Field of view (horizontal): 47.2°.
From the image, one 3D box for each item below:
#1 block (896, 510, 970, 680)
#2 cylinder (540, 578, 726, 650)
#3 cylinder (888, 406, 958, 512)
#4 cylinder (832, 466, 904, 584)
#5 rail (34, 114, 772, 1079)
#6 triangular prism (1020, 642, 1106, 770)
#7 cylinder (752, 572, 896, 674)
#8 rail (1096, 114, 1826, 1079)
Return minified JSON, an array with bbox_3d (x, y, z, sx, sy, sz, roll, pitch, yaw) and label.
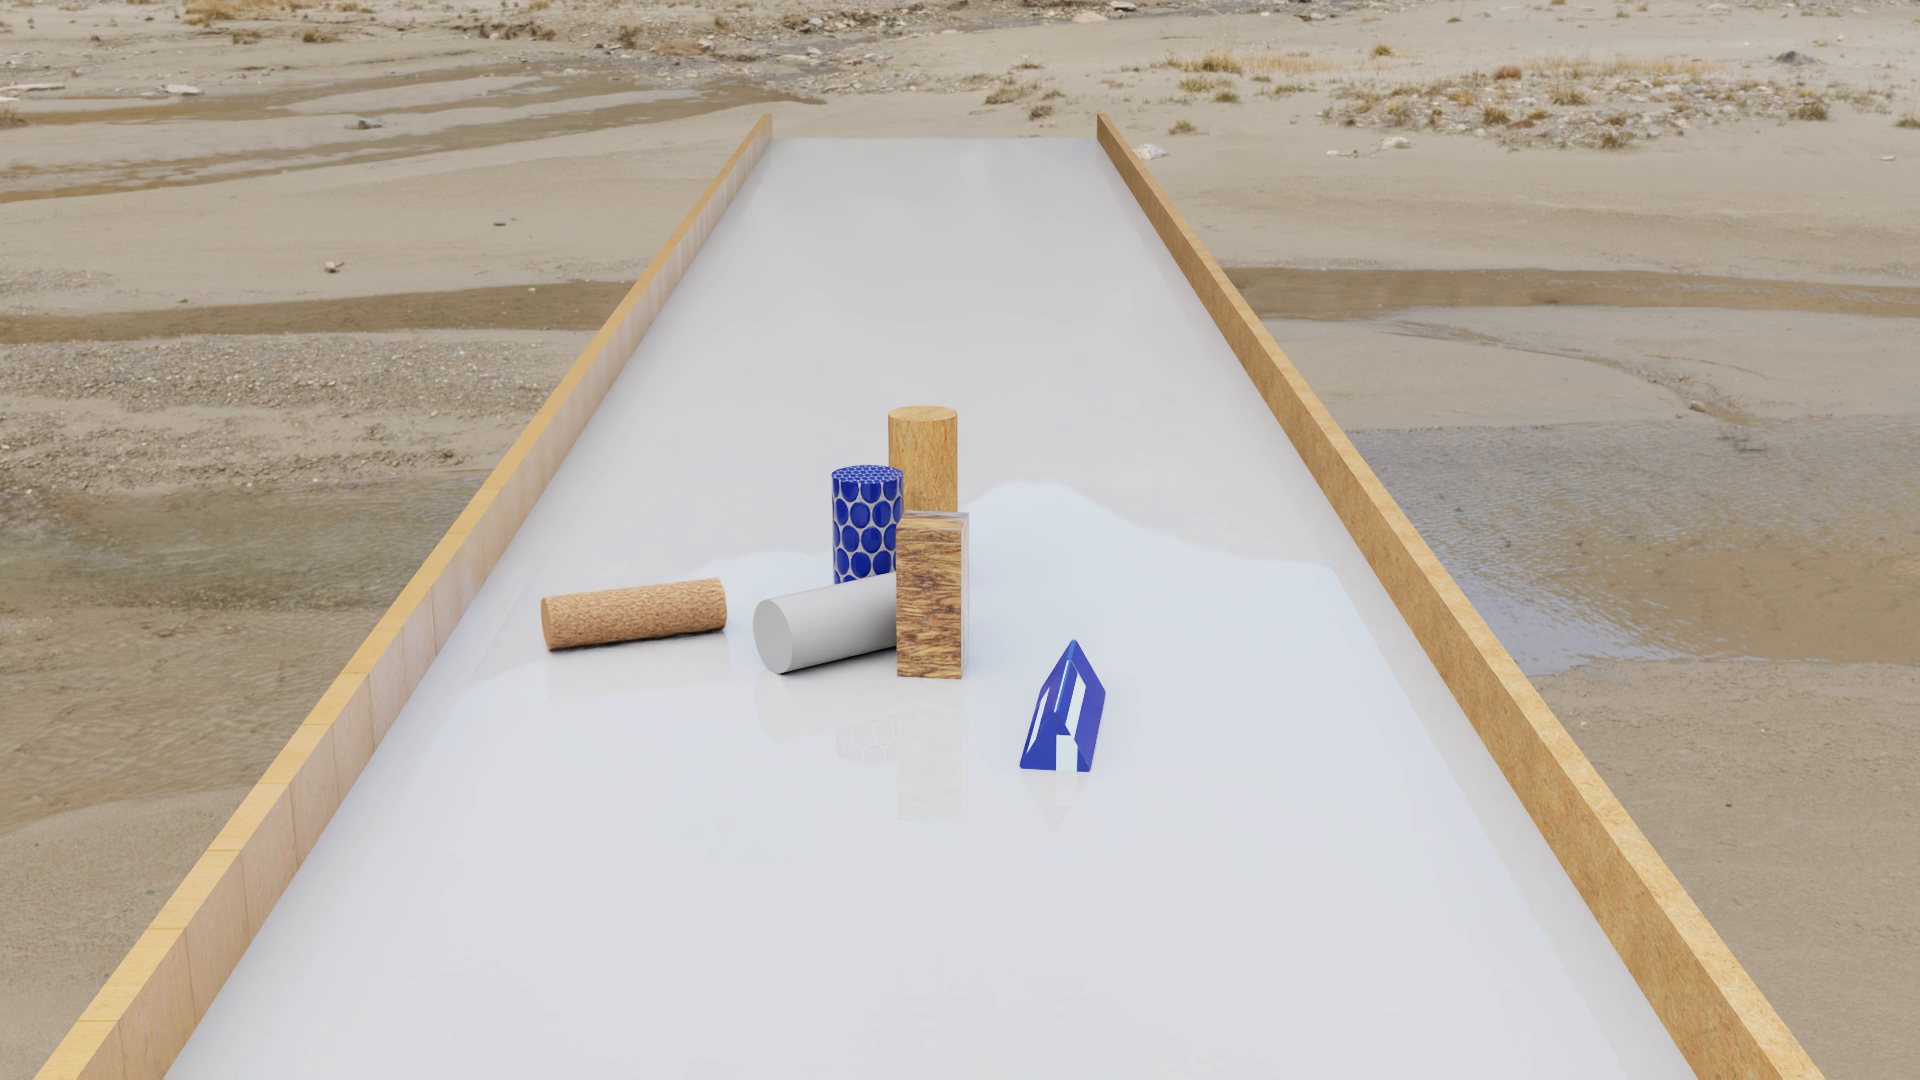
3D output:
[{"bbox_3d":[-0.053,0.107,4.331,0.127,0.304,0.127,2,17,7],"label":"block"},{"bbox_3d":[-0.671,0.152,4.528,0.364,0.107,0.107,-6,18,-20],"label":"cylinder"},{"bbox_3d":[-0.081,-0.094,4.873,0.152,0.383,0.152,0,17,0],"label":"cylinder"},{"bbox_3d":[-0.194,0.011,4.645,0.151,0.310,0.151,0,17,0],"label":"cylinder"},{"bbox_3d":[-1.118,-0.838,7.780,0.050,0.150,12.000,0,17,-1],"label":"rail"},{"bbox_3d":[0.192,0.296,4.033,0.124,0.107,0.388,2,17,7],"label":"triangular prism"},{"bbox_3d":[-0.207,0.156,4.442,0.403,0.149,0.149,-12,20,-35],"label":"cylinder"},{"bbox_3d":[0.932,-0.844,7.801,0.050,0.150,12.000,0,17,-1],"label":"rail"}]
